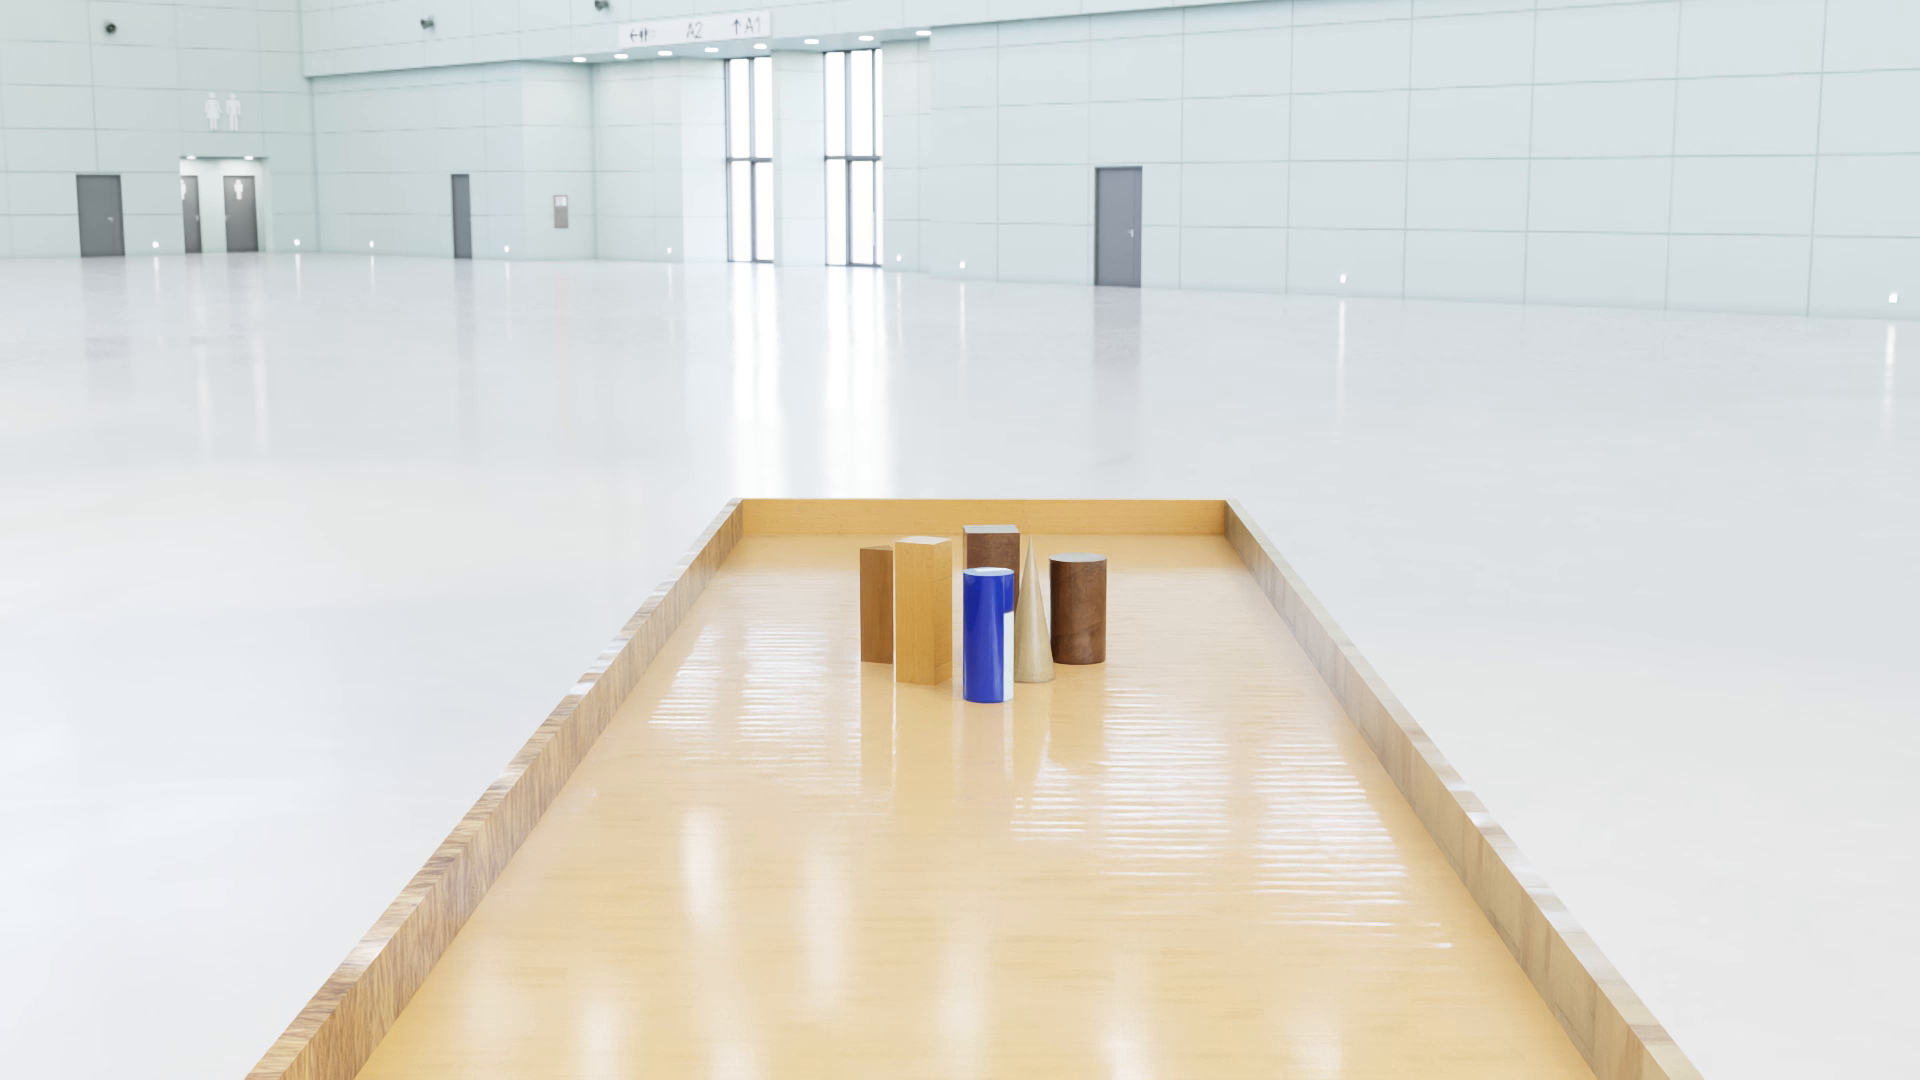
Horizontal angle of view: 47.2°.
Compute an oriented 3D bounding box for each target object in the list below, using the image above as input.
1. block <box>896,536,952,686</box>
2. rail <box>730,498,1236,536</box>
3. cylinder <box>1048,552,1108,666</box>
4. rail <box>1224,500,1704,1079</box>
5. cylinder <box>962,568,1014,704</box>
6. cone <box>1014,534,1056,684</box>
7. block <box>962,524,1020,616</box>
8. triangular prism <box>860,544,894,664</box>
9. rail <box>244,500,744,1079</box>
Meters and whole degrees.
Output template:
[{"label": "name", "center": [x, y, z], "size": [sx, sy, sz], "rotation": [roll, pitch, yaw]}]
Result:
[{"label": "block", "center": [-0.105, 0.204, 6.401], "size": [0.124, 0.413, 0.124], "rotation": [4, 10, 25]}, {"label": "rail", "center": [0.099, -0.098, 9.147], "size": [2.100, 0.150, 0.050], "rotation": [0, 9, 1]}, {"label": "cylinder", "center": [0.357, 0.208, 6.693], "size": [0.178, 0.314, 0.178], "rotation": [0, 9, 0]}, {"label": "rail", "center": [1.046, 0.843, 3.208], "size": [0.050, 0.150, 12.000], "rotation": [0, 9, 1]}, {"label": "cylinder", "center": [0.079, 0.267, 6.172], "size": [0.143, 0.361, 0.143], "rotation": [0, 9, 0]}, {"label": "cone", "center": [0.205, 0.191, 6.420], "size": [0.154, 0.433, 0.154], "rotation": [0, 9, 0]}, {"label": "block", "center": [0.094, 0.167, 6.668], "size": [0.159, 0.404, 0.159], "rotation": [-1, 9, -4]}, {"label": "triangular prism", "center": [-0.236, 0.193, 6.679], "size": [0.107, 0.348, 0.093], "rotation": [3, 10, 21]}, {"label": "rail", "center": [-1.004, 0.839, 3.234], "size": [0.050, 0.150, 12.000], "rotation": [0, 9, 1]}]
